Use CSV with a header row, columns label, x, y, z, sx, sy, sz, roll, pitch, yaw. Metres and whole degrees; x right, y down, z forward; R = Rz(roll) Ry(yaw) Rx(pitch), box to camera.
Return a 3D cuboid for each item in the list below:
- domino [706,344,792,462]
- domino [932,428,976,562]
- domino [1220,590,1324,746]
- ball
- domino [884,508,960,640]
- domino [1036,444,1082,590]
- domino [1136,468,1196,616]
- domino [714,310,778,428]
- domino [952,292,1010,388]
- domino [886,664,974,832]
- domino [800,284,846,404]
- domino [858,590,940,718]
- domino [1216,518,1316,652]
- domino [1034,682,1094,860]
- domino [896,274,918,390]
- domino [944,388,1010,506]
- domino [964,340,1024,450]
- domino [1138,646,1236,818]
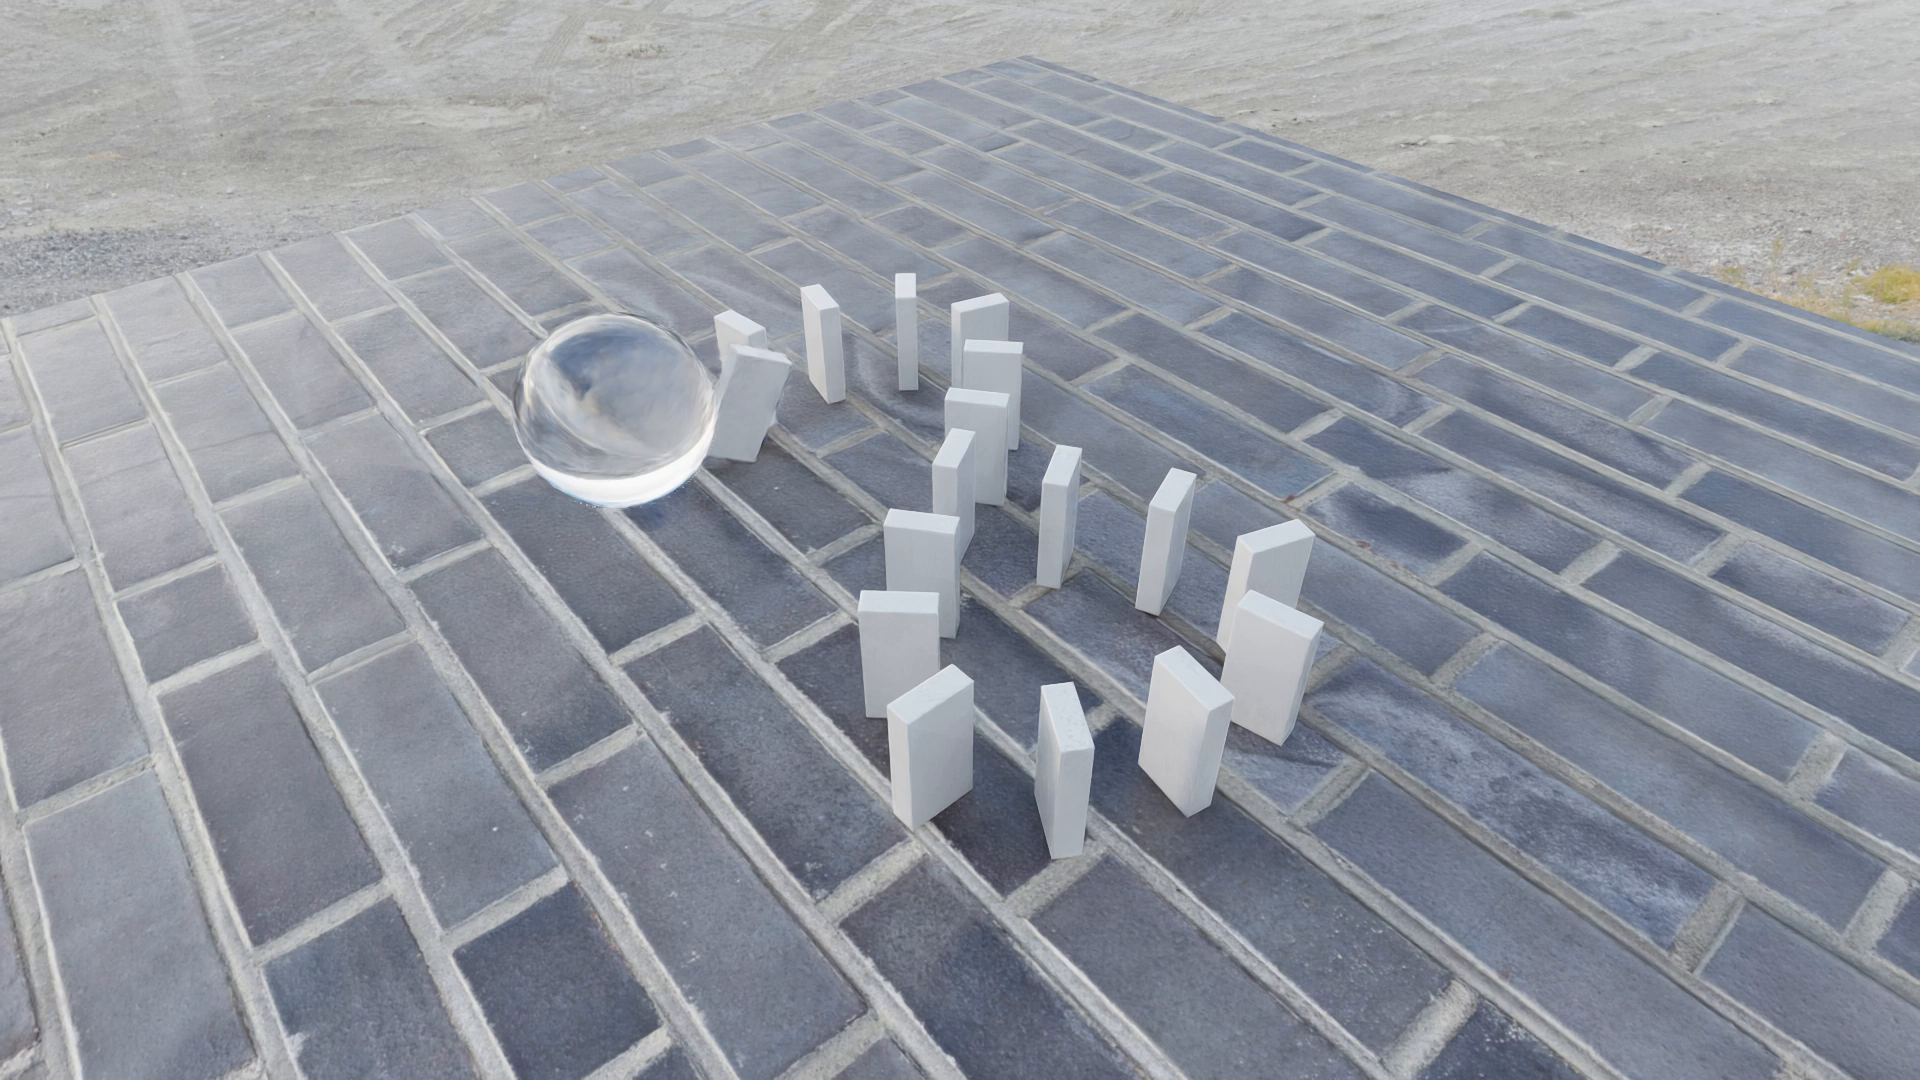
label,x,y,z,sx,sy,sz,roll,pitch,yaw
domino,-0.094,-0.059,0.479,0.025,0.050,0.010,6,31,-37
domino,-0.002,-0.016,0.430,0.009,0.050,0.025,11,41,13
domino,0.100,0.042,0.360,0.025,0.050,0.009,26,46,28
ball,-0.141,-0.053,0.453,0.080,0.080,0.080,0,39,0
domino,-0.013,0.013,0.396,0.025,0.050,0.009,7,40,9
domino,0.038,-0.008,0.422,0.010,0.050,0.025,11,41,13
domino,0.077,0.001,0.410,0.010,0.050,0.025,18,43,20
domino,-0.098,-0.078,0.507,0.025,0.050,0.009,31,49,32
domino,0.009,-0.090,0.521,0.025,0.050,0.009,-17,42,-20
domino,-0.008,0.064,0.334,0.025,0.050,0.010,-29,48,-31
domino,-0.065,-0.093,0.525,0.010,0.050,0.025,-18,43,-21
domino,-0.019,0.039,0.364,0.025,0.050,0.009,2,39,2
domino,0.108,0.018,0.390,0.025,0.050,0.010,-15,42,-18
domino,0.030,0.069,0.327,0.010,0.050,0.025,-6,40,-7
domino,-0.026,-0.101,0.535,0.009,0.050,0.025,-2,39,-2
domino,0.007,-0.038,0.458,0.025,0.050,0.010,8,40,9
domino,0.014,-0.064,0.490,0.025,0.050,0.010,4,39,5
domino,0.069,0.059,0.339,0.009,0.050,0.025,-21,44,-23
